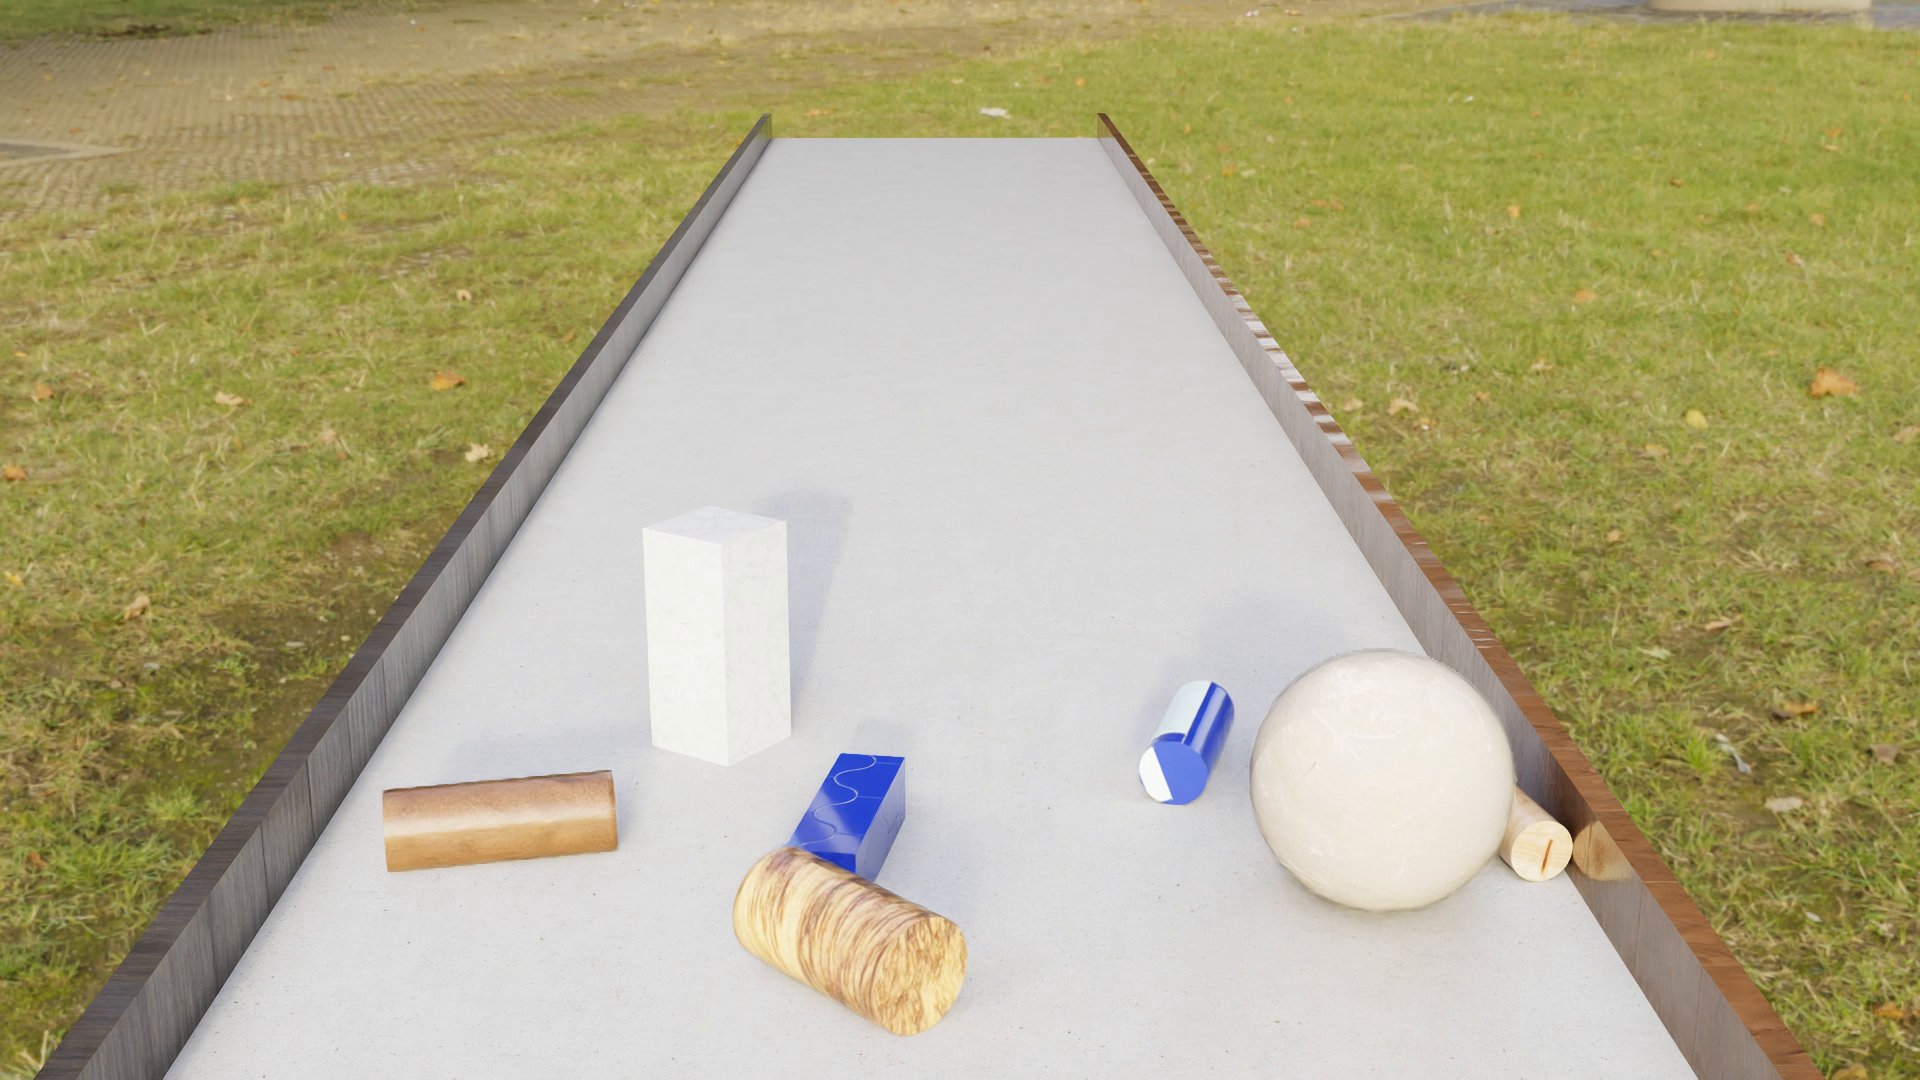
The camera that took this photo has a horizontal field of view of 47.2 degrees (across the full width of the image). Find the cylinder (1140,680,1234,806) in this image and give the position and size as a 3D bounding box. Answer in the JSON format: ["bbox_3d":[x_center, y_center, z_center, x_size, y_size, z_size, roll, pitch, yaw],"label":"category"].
[{"bbox_3d":[0.399,0.350,3.845,0.116,0.116,0.308,4,17,15],"label":"cylinder"}]

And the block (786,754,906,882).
[{"bbox_3d":[-0.177,0.463,3.479,0.109,0.109,0.386,3,17,9],"label":"block"}]

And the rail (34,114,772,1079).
[{"bbox_3d":[-1.118,-0.838,7.780,0.050,0.150,12.000,0,17,-1],"label":"rail"}]

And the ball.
[{"bbox_3d":[0.634,0.362,3.317,0.394,0.394,0.394,0,17,0],"label":"ball"}]

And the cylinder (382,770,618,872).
[{"bbox_3d":[-0.732,0.446,3.503,0.357,0.128,0.128,-4,17,-13],"label":"cylinder"}]

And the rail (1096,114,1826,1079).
[{"bbox_3d":[0.932,-0.844,7.801,0.050,0.150,12.000,0,17,-1],"label":"rail"}]

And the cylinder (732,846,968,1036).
[{"bbox_3d":[-0.157,0.555,3.070,0.167,0.167,0.311,-15,22,-41],"label":"cylinder"}]

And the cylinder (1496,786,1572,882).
[{"bbox_3d":[0.863,0.424,3.621,0.102,0.102,0.430,-3,17,-11],"label":"cylinder"}]

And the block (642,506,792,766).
[{"bbox_3d":[-0.433,0.169,3.942,0.179,0.409,0.179,11,20,33],"label":"block"}]
